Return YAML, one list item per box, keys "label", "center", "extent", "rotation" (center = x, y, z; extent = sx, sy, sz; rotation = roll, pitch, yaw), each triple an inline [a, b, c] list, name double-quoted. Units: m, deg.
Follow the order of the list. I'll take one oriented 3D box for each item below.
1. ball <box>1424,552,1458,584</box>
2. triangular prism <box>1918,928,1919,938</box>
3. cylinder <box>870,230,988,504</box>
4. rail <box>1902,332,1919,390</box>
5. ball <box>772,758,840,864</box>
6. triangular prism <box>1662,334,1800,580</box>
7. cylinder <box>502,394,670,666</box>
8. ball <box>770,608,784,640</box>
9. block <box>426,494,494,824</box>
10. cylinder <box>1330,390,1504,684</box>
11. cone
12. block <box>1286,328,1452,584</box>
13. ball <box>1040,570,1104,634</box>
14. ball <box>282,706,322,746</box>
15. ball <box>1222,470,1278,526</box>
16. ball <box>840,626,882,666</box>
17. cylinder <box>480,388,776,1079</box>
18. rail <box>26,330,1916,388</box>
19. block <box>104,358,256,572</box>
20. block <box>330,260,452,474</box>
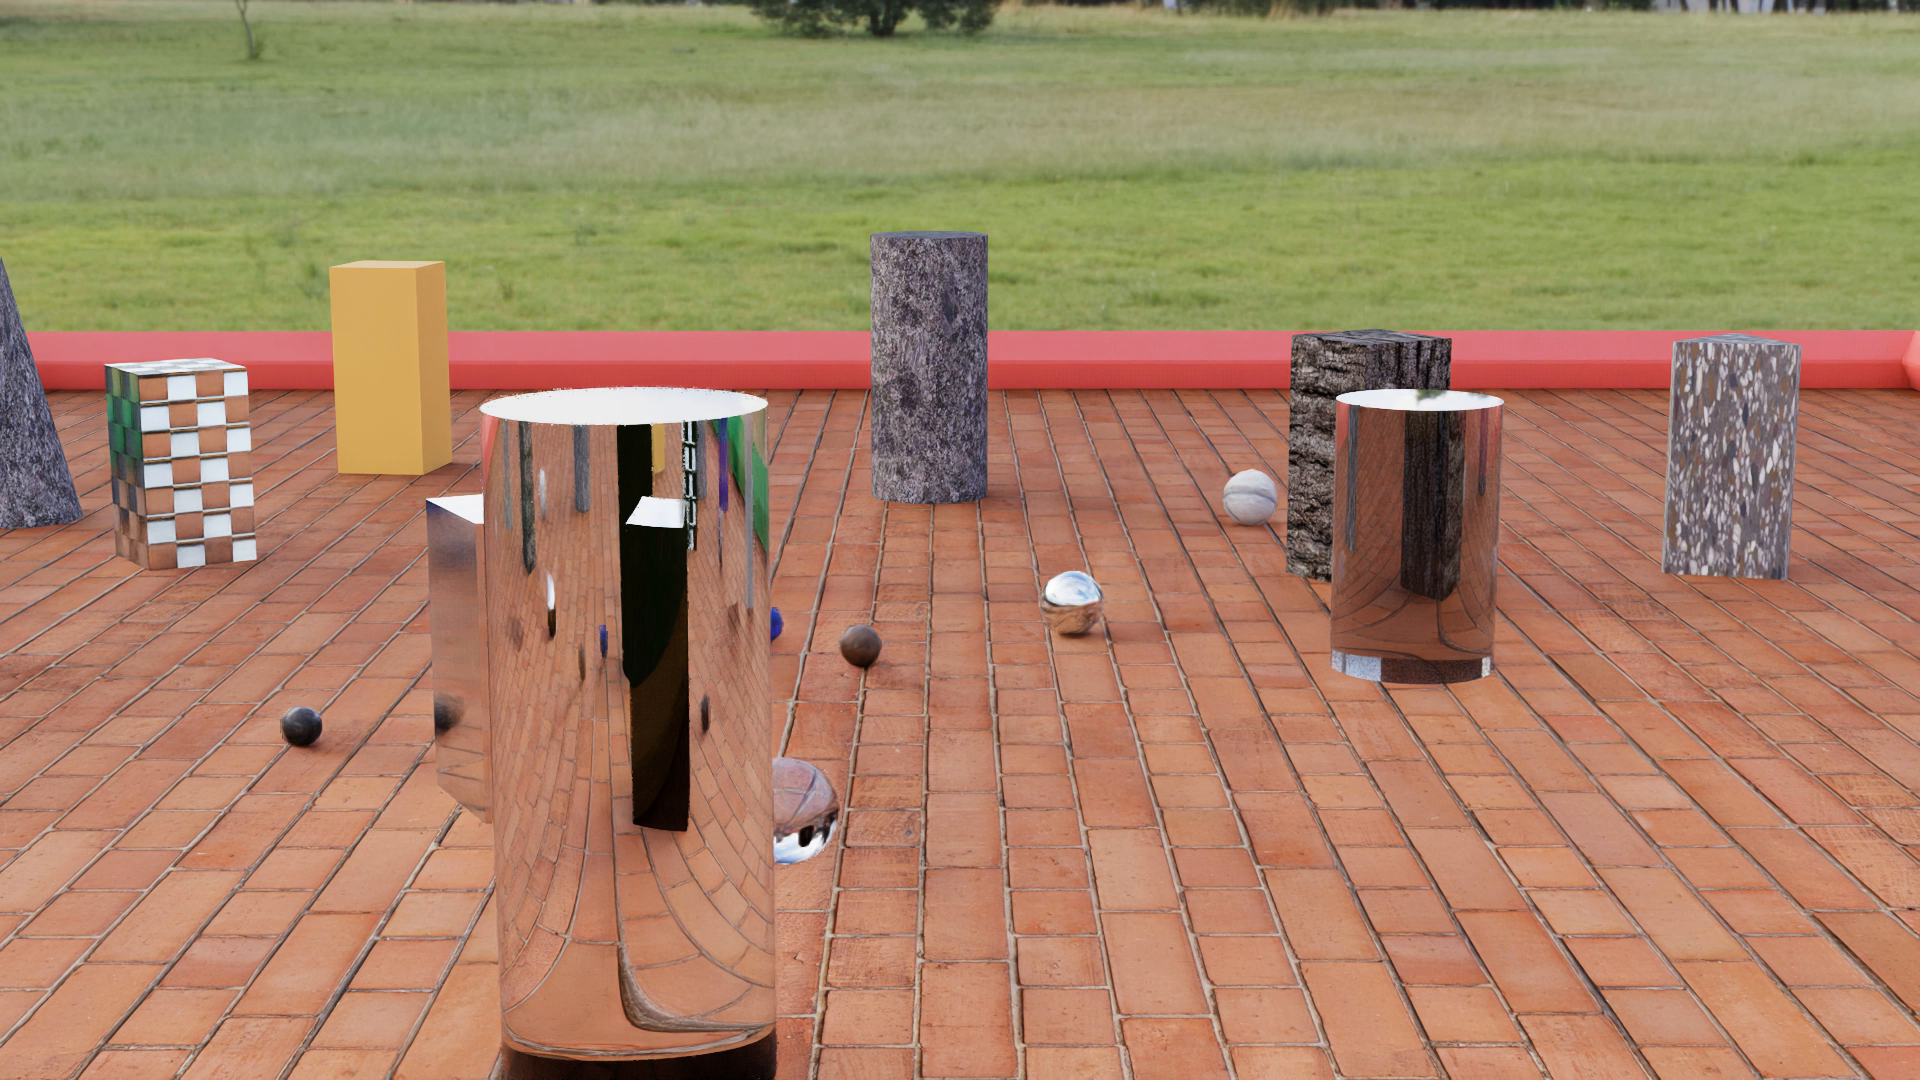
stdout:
- label: "ball"
  center: [0.684, 0.039, 3.651]
  extent: [0.047, 0.047, 0.047]
  rotation: [0, 10, 0]
- label: "triangular prism"
  center: [0.922, 0.099, 2.100]
  extent: [0.150, 0.494, 0.173]
  rotation: [-7, 13, -35]
- label: "cylinder"
  center: [-0.052, -0.297, 4.376]
  extent: [0.200, 0.445, 0.200]
  rotation: [0, 10, 0]
- label: "rail"
  center: [2.172, 0.031, 3.461]
  extent: [0.045, 0.130, 4.887]
  rotation: [0, 10, 0]
- label: "ball"
  center: [-0.160, 0.250, 2.369]
  extent: [0.098, 0.098, 0.098]
  rotation: [0, 10, 0]
- label: "triangular prism"
  center: [1.125, -0.127, 3.750]
  extent: [0.173, 0.337, 0.150]
  rotation: [3, 11, 16]
- label: "cylinder"
  center: [-0.464, -0.013, 3.193]
  extent: [0.200, 0.316, 0.200]
  rotation: [0, 10, 0]
- label: "ball"
  center: [-0.248, 0.108, 3.286]
  extent: [0.043, 0.043, 0.043]
  rotation: [0, 10, 0]
- label: "block"
  center: [-0.429, 0.111, 2.575]
  extent: [0.160, 0.297, 0.160]
  rotation: [-6, 12, -28]
- label: "cylinder"
  center: [0.555, -0.008, 3.128]
  extent: [0.200, 0.329, 0.200]
  rotation: [0, 10, 0]
- label: "cone"
  center: [-1.534, -0.245, 4.143]
  extent: [0.200, 0.427, 0.200]
  rotation: [0, 10, 0]
- label: "block"
  center: [0.585, -0.119, 3.682]
  extent: [0.160, 0.347, 0.160]
  rotation: [-7, 12, -32]
- label: "ball"
  center: [0.146, 0.081, 3.323]
  extent: [0.083, 0.083, 0.083]
  rotation: [0, 10, 0]
- label: "ball"
  center: [-0.713, 0.202, 2.783]
  extent: [0.043, 0.043, 0.043]
  rotation: [0, 10, 0]
- label: "ball"
  center: [0.466, -0.068, 4.113]
  extent: [0.090, 0.090, 0.090]
  rotation: [0, 10, 0]
- label: "ball"
  center: [-0.122, 0.130, 3.148]
  extent: [0.051, 0.051, 0.051]
  rotation: [0, 10, 0]
- label: "cylinder"
  center: [-0.234, 0.148, 1.837]
  extent: [0.200, 0.493, 0.200]
  rotation: [0, 10, 0]
- label: "rail"
  center: [-0.014, -0.407, 5.828]
  extent: [4.391, 0.130, 0.045]
  rotation: [0, 10, 0]
- label: "block"
  center: [-1.163, -0.116, 3.829]
  extent: [0.160, 0.288, 0.160]
  rotation: [-7, 13, -35]
- label: "block"
  center: [-1.036, -0.317, 4.681]
  extent: [0.160, 0.372, 0.160]
  rotation: [1, 11, 8]
